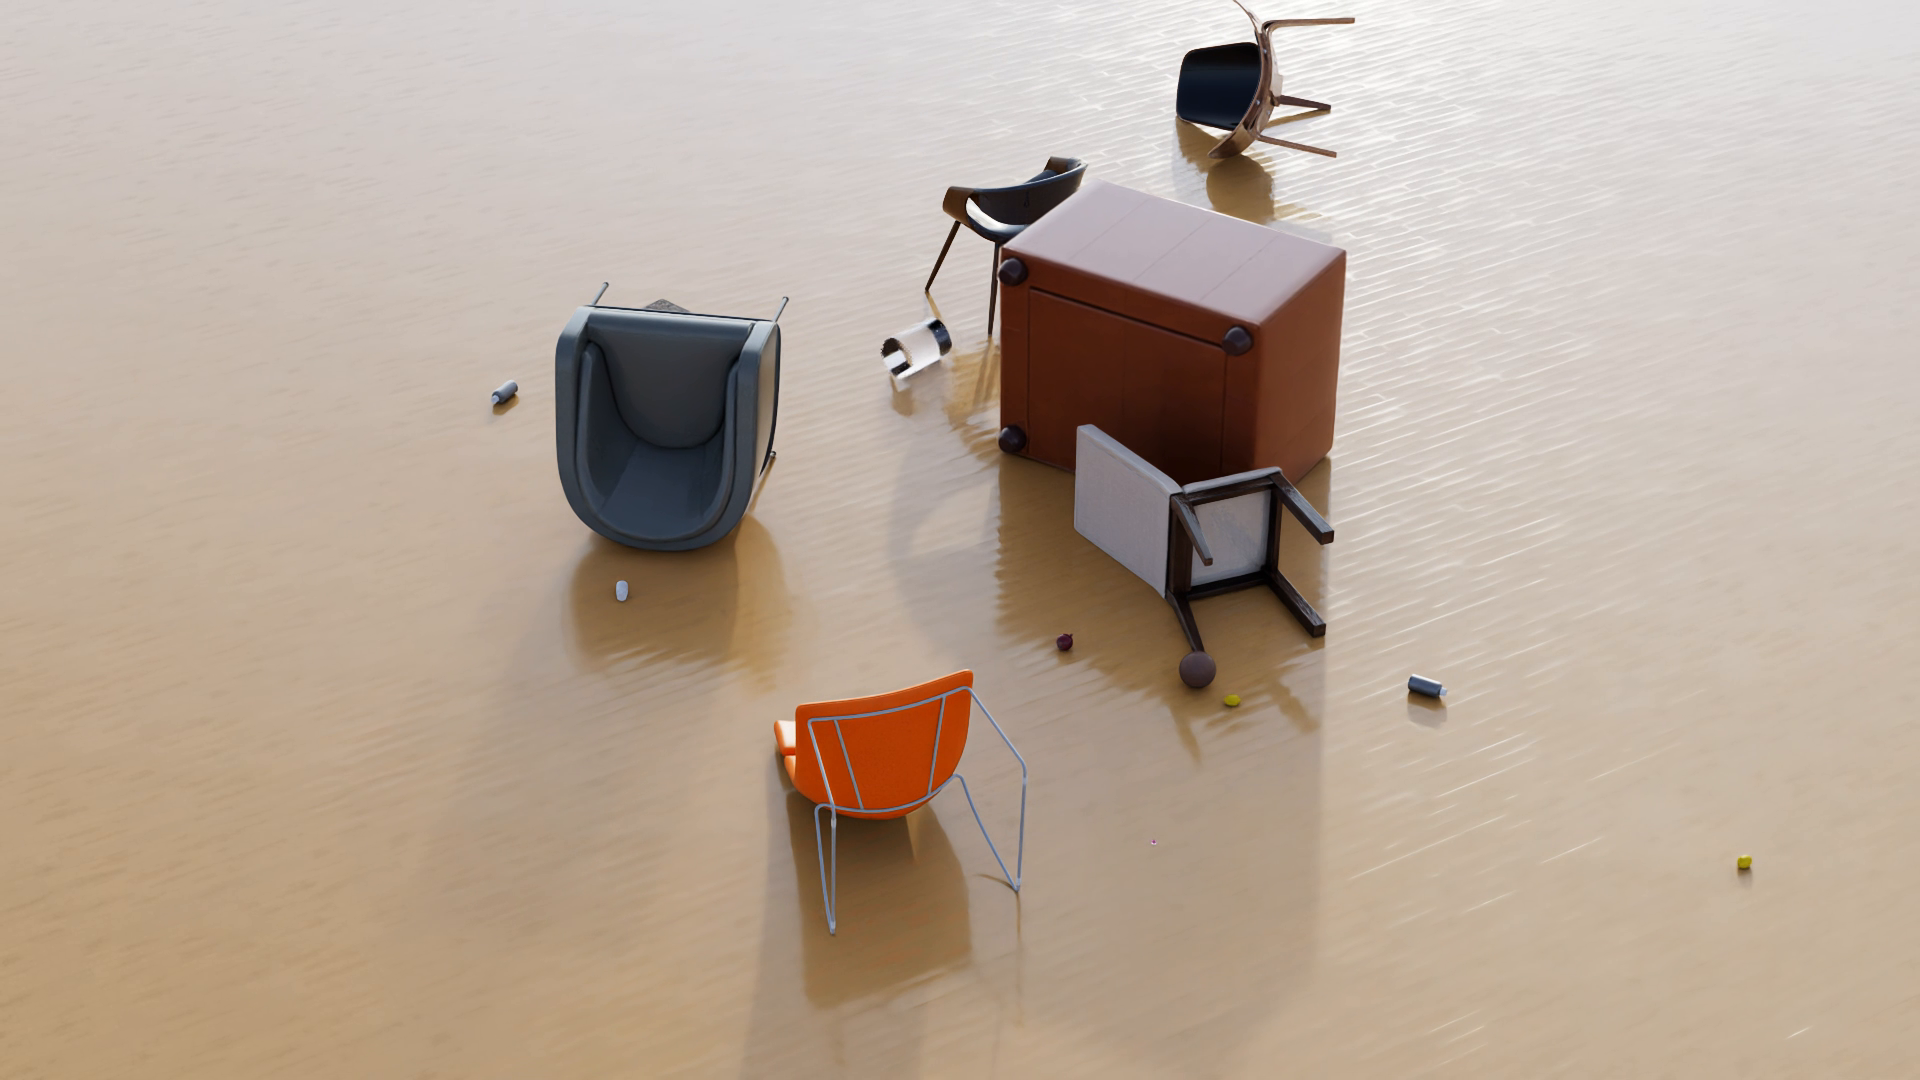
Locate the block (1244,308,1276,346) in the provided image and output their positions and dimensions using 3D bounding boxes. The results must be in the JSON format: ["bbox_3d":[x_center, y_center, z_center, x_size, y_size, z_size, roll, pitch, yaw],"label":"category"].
[{"bbox_3d":[1.250,-0.887,12.206,0.088,0.093,0.134,-7,34,-10],"label":"block"}]

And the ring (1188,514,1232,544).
[{"bbox_3d":[0.933,-0.040,10.920,0.057,0.095,0.213,-3,17,-43],"label":"ring"}]

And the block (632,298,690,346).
[{"bbox_3d":[-1.243,-0.907,12.229,0.168,0.101,0.166,26,42,34],"label":"block"}]

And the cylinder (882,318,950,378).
[{"bbox_3d":[-0.177,-0.785,11.974,0.169,0.178,0.230,37,47,25],"label":"cylinder"}]

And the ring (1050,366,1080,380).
[{"bbox_3d":[0.427,-0.681,11.960,0.128,0.021,0.072,-15,37,-21],"label":"ring"}]
